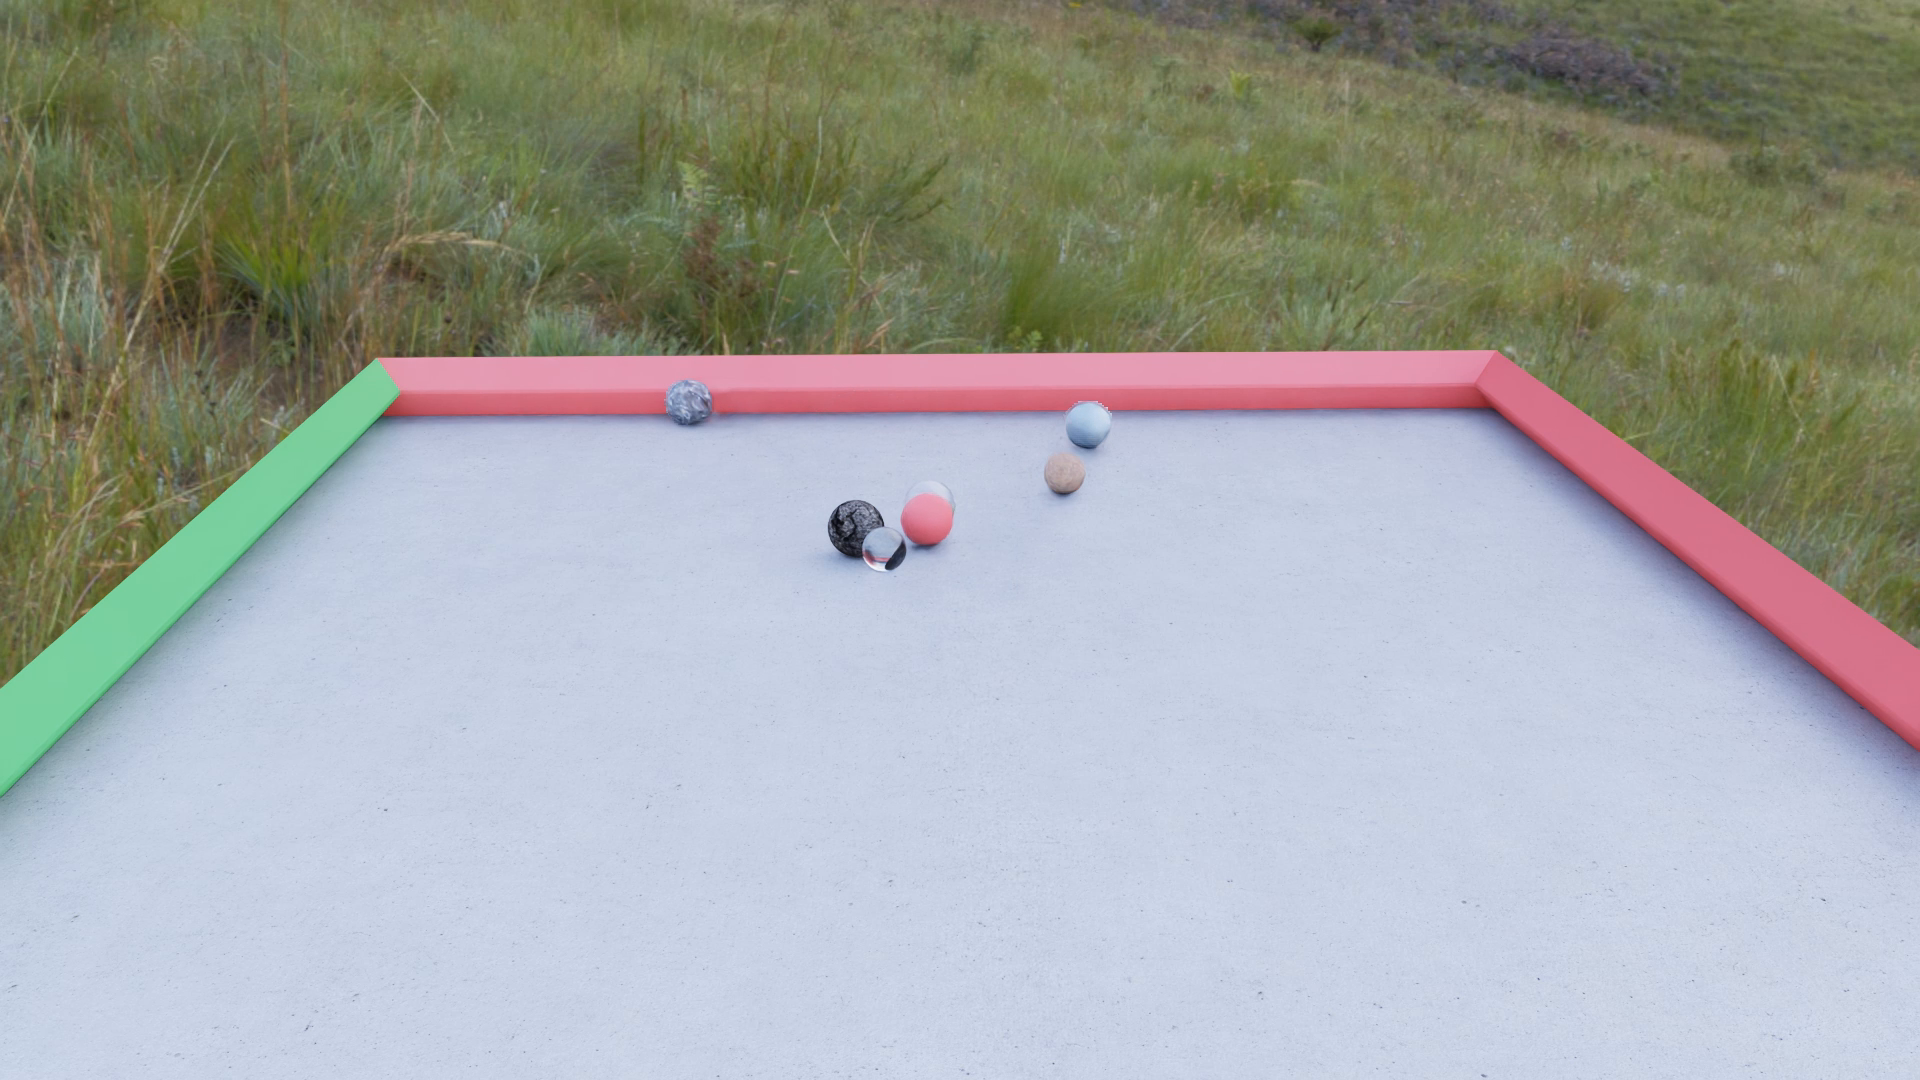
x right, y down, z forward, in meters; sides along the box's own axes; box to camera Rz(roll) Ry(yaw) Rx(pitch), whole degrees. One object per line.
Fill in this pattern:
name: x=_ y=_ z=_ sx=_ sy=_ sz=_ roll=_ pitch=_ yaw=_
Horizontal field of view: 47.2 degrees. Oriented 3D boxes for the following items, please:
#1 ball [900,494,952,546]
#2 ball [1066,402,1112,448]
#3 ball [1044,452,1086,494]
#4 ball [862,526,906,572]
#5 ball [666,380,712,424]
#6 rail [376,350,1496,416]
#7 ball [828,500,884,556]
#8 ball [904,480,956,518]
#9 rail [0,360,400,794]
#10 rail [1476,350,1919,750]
ball: x=-0.044 y=-0.026 z=2.864 sx=0.068 sy=0.068 sz=0.068 roll=0 pitch=16 yaw=0
ball: x=0.197 y=-0.176 z=3.386 sx=0.071 sy=0.071 sz=0.071 roll=0 pitch=16 yaw=0
ball: x=0.148 y=-0.094 z=3.118 sx=0.059 sy=0.059 sz=0.059 roll=0 pitch=16 yaw=0
ball: x=-0.095 y=0.011 z=2.753 sx=0.056 sy=0.056 sz=0.056 roll=0 pitch=16 yaw=0
ball: x=-0.436 y=-0.223 z=3.545 sx=0.073 sy=0.073 sz=0.073 roll=0 pitch=16 yaw=0
rail: x=-0.030 y=-0.254 z=3.611 sx=1.847 sy=0.095 sz=0.045 roll=-1 pitch=16 yaw=-2
ball: x=-0.133 y=-0.015 z=2.816 sx=0.073 sy=0.073 sz=0.073 roll=0 pitch=16 yaw=0
ball: x=-0.040 y=-0.045 z=2.930 sx=0.069 sy=0.069 sz=0.069 roll=0 pitch=16 yaw=0
rail: x=-0.868 y=0.239 z=1.879 sx=0.045 sy=0.095 sz=3.589 roll=-1 pitch=16 yaw=-2
rail: x=0.930 y=0.222 z=1.939 sx=0.045 sy=0.095 sz=3.589 roll=-1 pitch=16 yaw=-2
